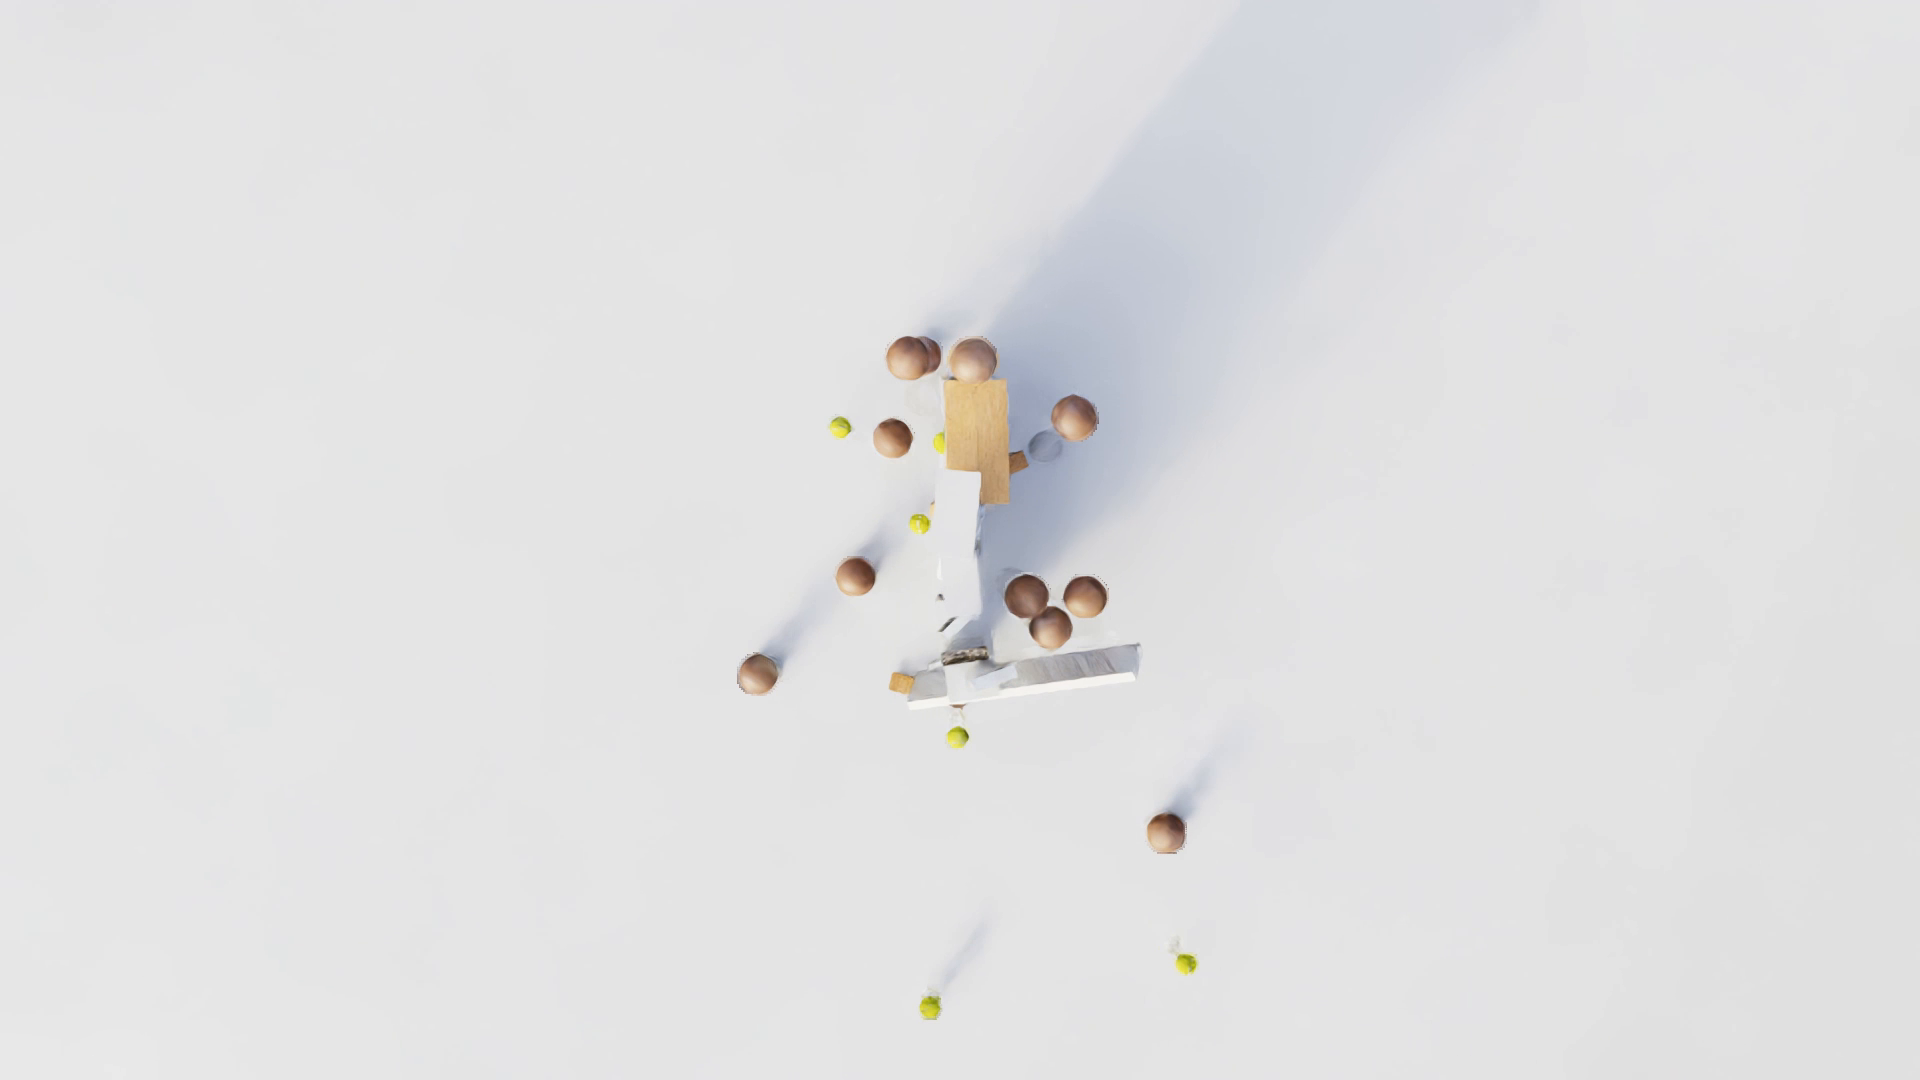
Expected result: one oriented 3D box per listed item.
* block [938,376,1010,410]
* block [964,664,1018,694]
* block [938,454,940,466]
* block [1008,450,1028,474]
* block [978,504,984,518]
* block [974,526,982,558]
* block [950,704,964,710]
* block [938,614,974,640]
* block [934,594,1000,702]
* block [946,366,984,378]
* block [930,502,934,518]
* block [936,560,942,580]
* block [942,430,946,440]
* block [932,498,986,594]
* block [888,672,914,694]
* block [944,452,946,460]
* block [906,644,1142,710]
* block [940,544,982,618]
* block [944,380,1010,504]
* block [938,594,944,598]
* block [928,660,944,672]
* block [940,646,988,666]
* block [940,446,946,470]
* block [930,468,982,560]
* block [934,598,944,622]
[{"bbox_3d":[0.037,-0.440,4.977,0.176,0.502,0.050,4,101,-5],"label":"block"},{"bbox_3d":[0.087,0.398,4.707,0.130,0.259,0.037,-20,86,-6],"label":"block"},{"bbox_3d":[-0.004,-0.257,5.374,0.126,0.252,0.036,0,90,0],"label":"block"},{"bbox_3d":[0.070,-0.199,4.910,0.176,0.353,0.050,-24,95,-12],"label":"block"},{"bbox_3d":[0.008,-0.084,4.723,0.121,0.241,0.034,-1,93,0],"label":"block"},{"bbox_3d":[0.000,0.010,4.723,0.121,0.241,0.034,-4,77,0],"label":"block"},{"bbox_3d":[-0.040,0.521,5.492,0.118,0.017,0.059,14,90,0],"label":"block"},{"bbox_3d":[-0.012,0.238,4.735,0.101,0.203,0.029,-44,92,-4],"label":"block"},{"bbox_3d":[0.022,0.318,4.861,0.151,0.043,0.302,-8,90,-1],"label":"block"},{"bbox_3d":[0.016,-0.434,5.245,0.117,0.033,0.234,1,90,-4],"label":"block"},{"bbox_3d":[-0.014,-0.091,5.050,0.149,0.323,0.042,1,93,0],"label":"block"},{"bbox_3d":[-0.011,0.074,4.743,0.101,0.206,0.029,11,69,0],"label":"block"},{"bbox_3d":[0.006,-0.350,5.380,0.117,0.234,0.033,3,88,-2],"label":"block"},{"bbox_3d":[-0.002,0.008,4.866,0.149,0.042,0.299,1,90,0],"label":"block"},{"bbox_3d":[-0.174,0.483,5.480,0.118,0.017,0.059,14,88,1],"label":"block"},{"bbox_3d":[0.003,-0.323,5.017,0.084,0.024,0.168,5,114,-3],"label":"block"},{"bbox_3d":[0.196,0.436,5.237,0.781,0.130,0.037,-10,126,25],"label":"block"},{"bbox_3d":[0.002,0.112,4.624,0.101,0.029,0.203,-6,88,1],"label":"block"},{"bbox_3d":[0.047,-0.278,4.697,0.176,0.050,0.353,-1,88,-5],"label":"block"},{"bbox_3d":[-0.004,0.095,5.207,0.137,0.039,0.274,-1,90,0],"label":"block"},{"bbox_3d":[-0.043,0.420,5.436,0.059,0.118,0.017,-26,65,33],"label":"block"},{"bbox_3d":[0.012,0.332,4.709,0.130,0.259,0.037,-9,86,-1],"label":"block"},{"bbox_3d":[-0.001,-0.173,5.230,0.126,0.036,0.252,0,90,0],"label":"block"},{"bbox_3d":[-0.012,-0.072,4.585,0.121,0.034,0.241,6,90,0],"label":"block"},{"bbox_3d":[-0.001,0.212,5.036,0.151,0.302,0.043,0,94,0],"label":"block"}]
